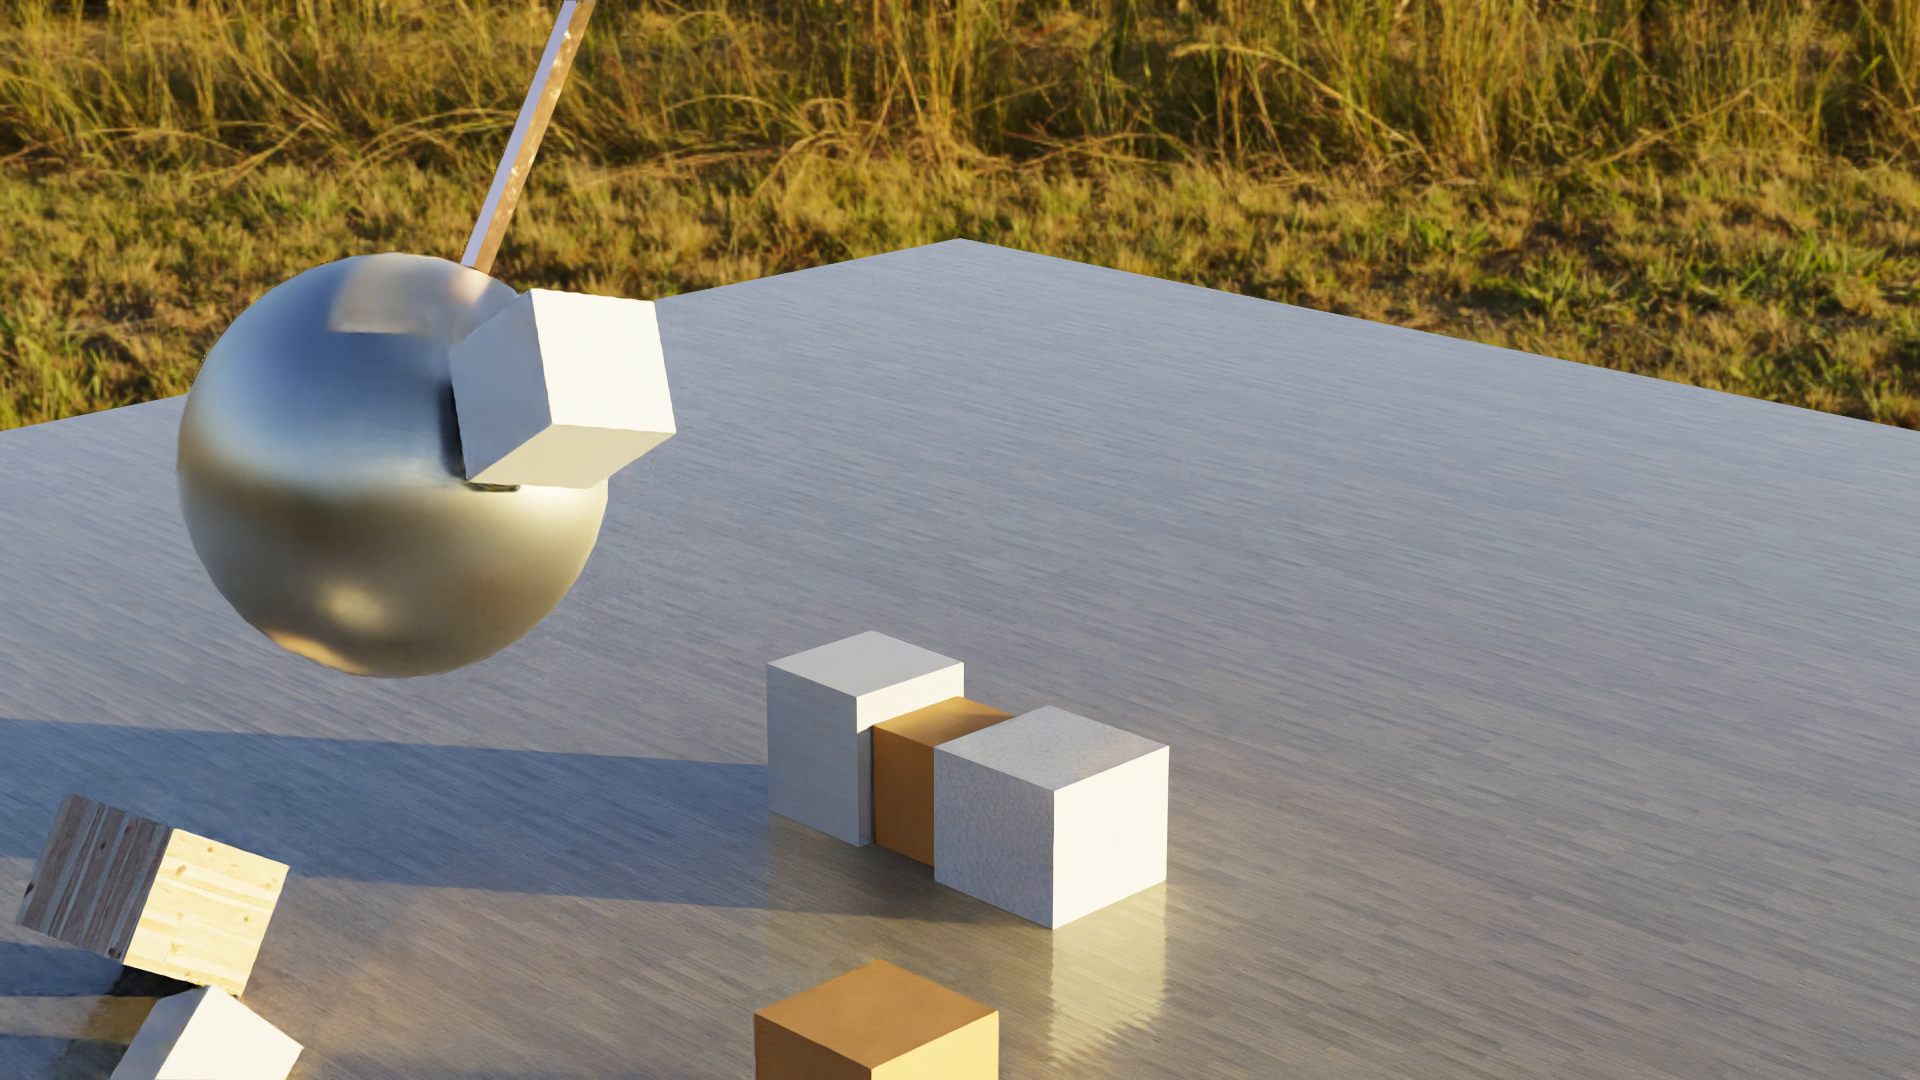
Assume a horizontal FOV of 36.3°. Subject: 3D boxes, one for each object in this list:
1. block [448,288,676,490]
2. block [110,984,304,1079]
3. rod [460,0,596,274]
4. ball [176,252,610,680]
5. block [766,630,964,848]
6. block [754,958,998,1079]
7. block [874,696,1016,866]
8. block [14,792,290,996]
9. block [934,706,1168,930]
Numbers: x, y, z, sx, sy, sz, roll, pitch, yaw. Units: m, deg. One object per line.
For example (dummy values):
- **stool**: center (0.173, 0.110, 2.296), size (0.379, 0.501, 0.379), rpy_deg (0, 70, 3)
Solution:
- **block**: center (-1.378, -0.512, 10.119), size (0.496, 0.487, 0.558), rpy_deg (3, -21, -41)
- **block**: center (-2.633, 1.842, 10.183), size (0.439, 0.402, 0.390), rpy_deg (-21, 35, 48)
- **rod**: center (-0.919, -3.446, 11.295), size (0.080, 5.200, 0.080), rpy_deg (17, -6, 42)
- **ball**: center (-2.121, -0.277, 11.031), size (1.600, 1.600, 1.600), rpy_deg (0, 17, 0)
- **block**: center (-0.454, 0.943, 14.094), size (0.684, 0.750, 0.647), rpy_deg (-16, 24, -42)
- **block**: center (-0.309, 2.027, 10.868), size (0.627, 0.616, 0.642), rpy_deg (16, 24, 42)
- **block**: center (-0.030, 1.138, 13.740), size (0.557, 0.591, 0.499), rpy_deg (-17, 24, -42)
- **block**: center (-3.361, 1.476, 12.218), size (0.675, 0.572, 0.693), rpy_deg (12, -12, 33)
- **block**: center (0.411, 1.242, 13.300), size (0.743, 0.655, 0.754), rpy_deg (17, 24, 42)
